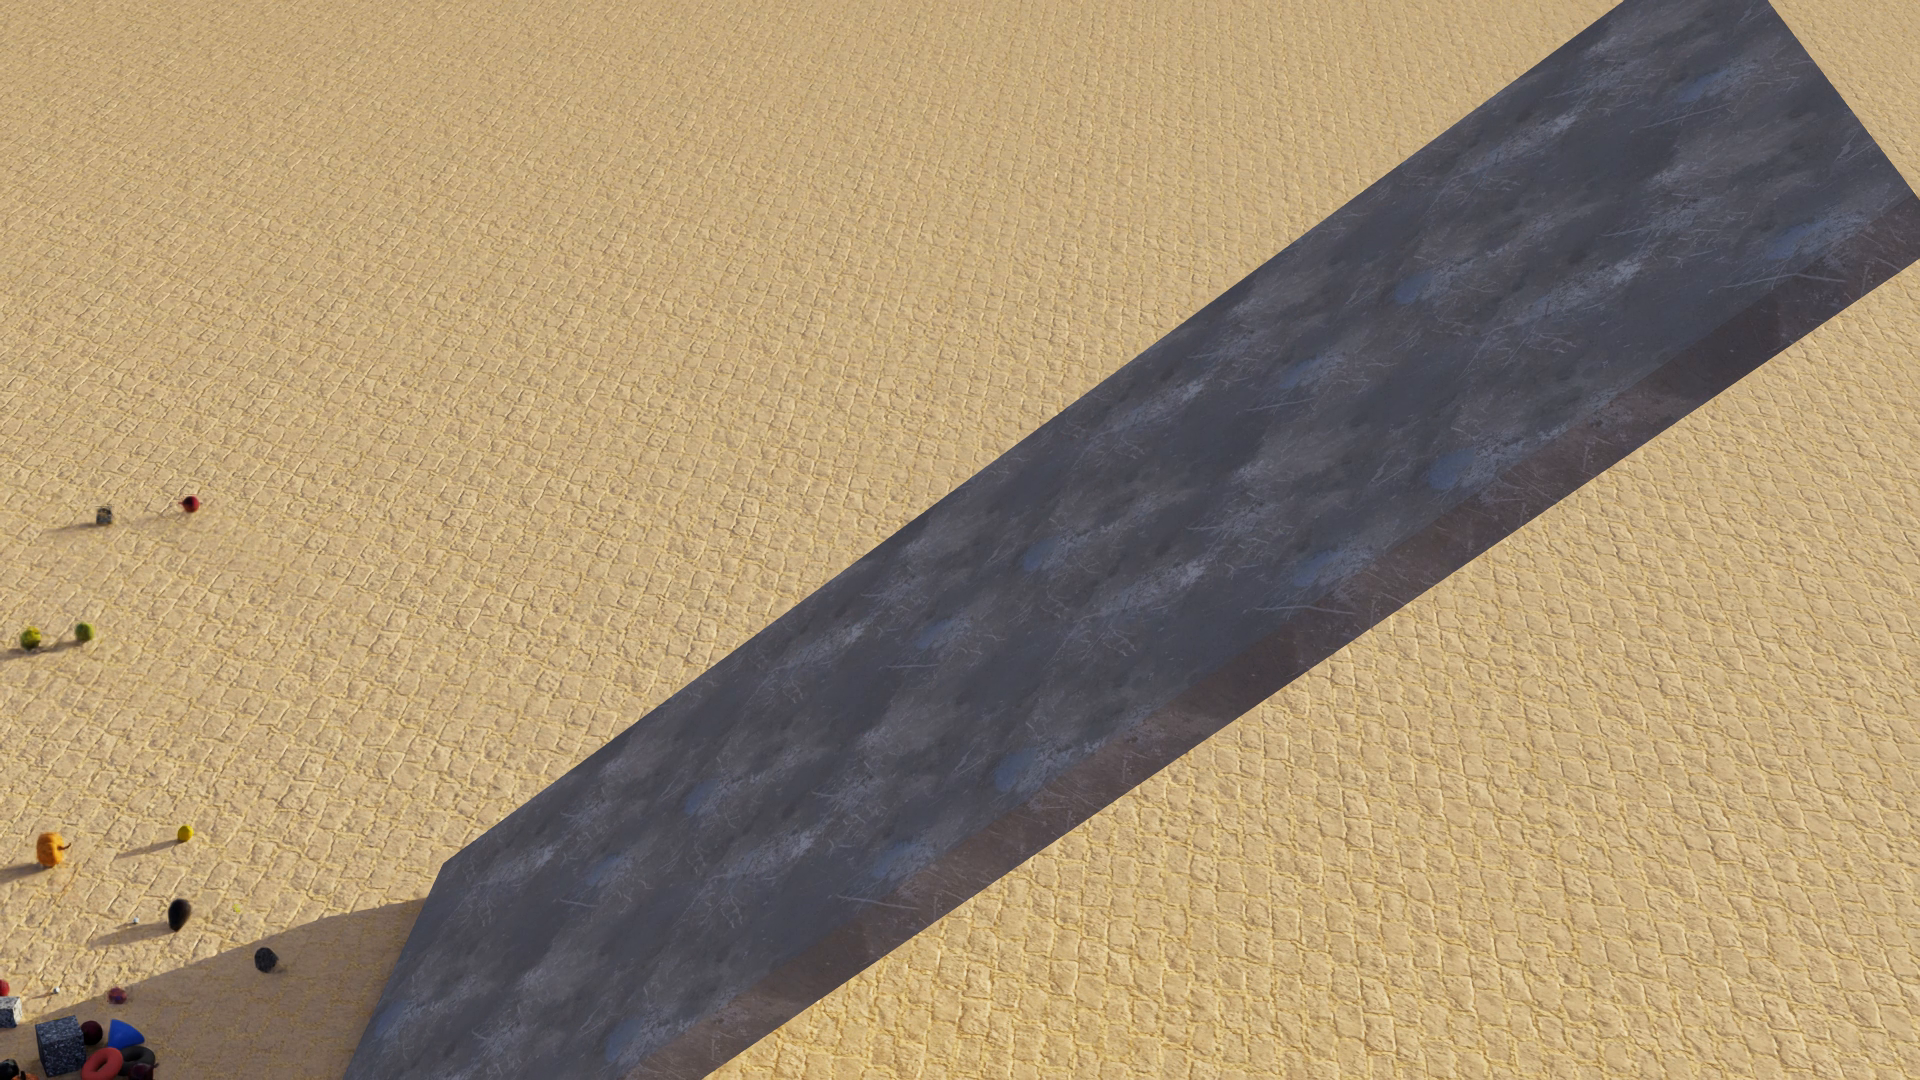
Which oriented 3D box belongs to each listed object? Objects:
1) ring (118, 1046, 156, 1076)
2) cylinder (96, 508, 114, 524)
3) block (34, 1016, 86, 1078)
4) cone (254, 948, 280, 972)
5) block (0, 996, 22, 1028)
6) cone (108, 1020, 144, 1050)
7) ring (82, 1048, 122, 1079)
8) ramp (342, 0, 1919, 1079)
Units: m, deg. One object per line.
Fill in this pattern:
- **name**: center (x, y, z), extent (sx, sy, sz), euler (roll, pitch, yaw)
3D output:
- **ring**: center (-1.997, 1.259, 7.102), extent (0.106, 0.035, 0.106), euler (-1, 23, 0)
- **cylinder**: center (-2.949, -0.086, 10.141), extent (0.052, 0.052, 0.052), euler (-4, 24, -8)
- **block**: center (-2.171, 1.223, 7.106), extent (0.096, 0.096, 0.096), euler (-12, 26, -25)
- **cone**: center (-1.761, 1.074, 7.530), extent (0.064, 0.064, 0.064), euler (11, -1, 23)
- **block**: center (-2.360, 1.169, 7.282), extent (0.055, 0.055, 0.055), euler (0, 24, 1)
- **cone**: center (-2.051, 1.233, 7.150), extent (0.096, 0.096, 0.096), euler (12, 53, 25)
- **ring**: center (-2.057, 1.264, 7.050), extent (0.110, 0.037, 0.110), euler (-19, 37, 15)
- **ramp**: center (0.121, 0.185, 6.340), extent (4.000, 0.100, 2.000), euler (-36, 16, 18)
